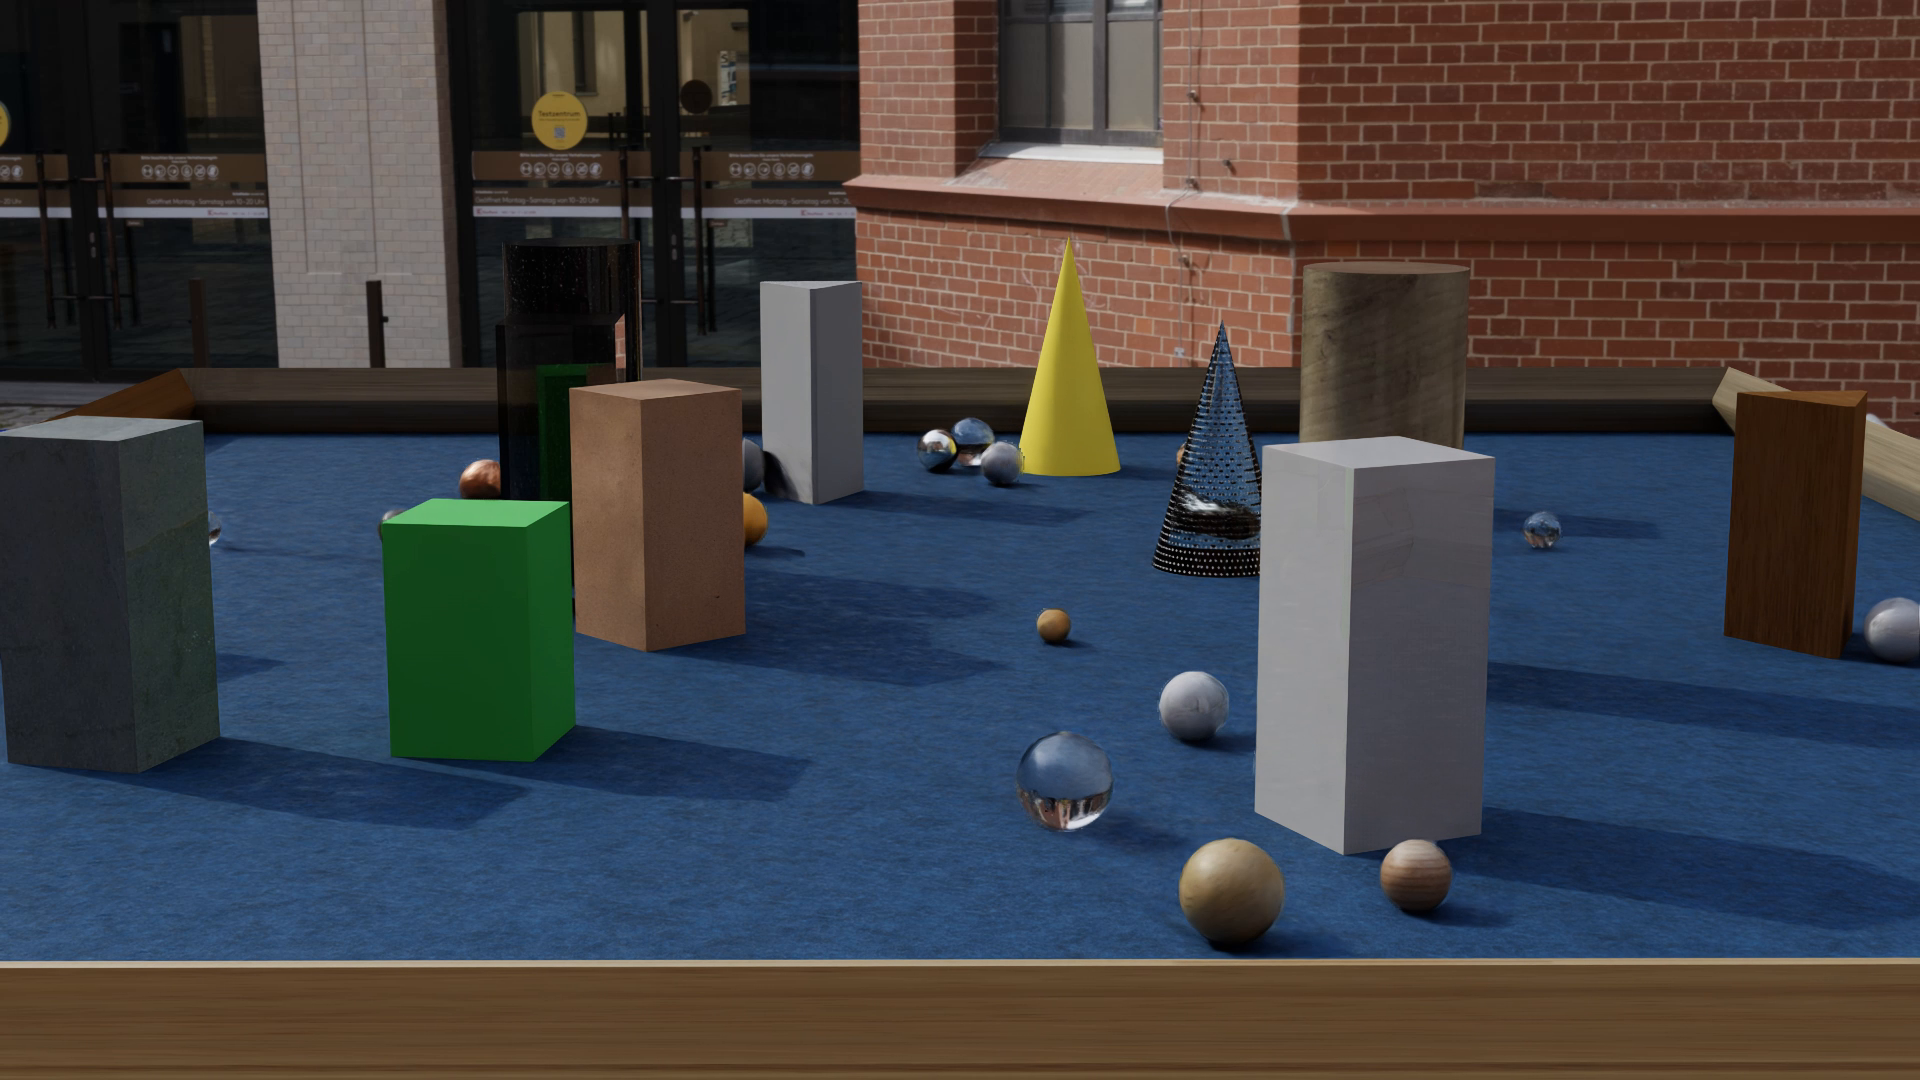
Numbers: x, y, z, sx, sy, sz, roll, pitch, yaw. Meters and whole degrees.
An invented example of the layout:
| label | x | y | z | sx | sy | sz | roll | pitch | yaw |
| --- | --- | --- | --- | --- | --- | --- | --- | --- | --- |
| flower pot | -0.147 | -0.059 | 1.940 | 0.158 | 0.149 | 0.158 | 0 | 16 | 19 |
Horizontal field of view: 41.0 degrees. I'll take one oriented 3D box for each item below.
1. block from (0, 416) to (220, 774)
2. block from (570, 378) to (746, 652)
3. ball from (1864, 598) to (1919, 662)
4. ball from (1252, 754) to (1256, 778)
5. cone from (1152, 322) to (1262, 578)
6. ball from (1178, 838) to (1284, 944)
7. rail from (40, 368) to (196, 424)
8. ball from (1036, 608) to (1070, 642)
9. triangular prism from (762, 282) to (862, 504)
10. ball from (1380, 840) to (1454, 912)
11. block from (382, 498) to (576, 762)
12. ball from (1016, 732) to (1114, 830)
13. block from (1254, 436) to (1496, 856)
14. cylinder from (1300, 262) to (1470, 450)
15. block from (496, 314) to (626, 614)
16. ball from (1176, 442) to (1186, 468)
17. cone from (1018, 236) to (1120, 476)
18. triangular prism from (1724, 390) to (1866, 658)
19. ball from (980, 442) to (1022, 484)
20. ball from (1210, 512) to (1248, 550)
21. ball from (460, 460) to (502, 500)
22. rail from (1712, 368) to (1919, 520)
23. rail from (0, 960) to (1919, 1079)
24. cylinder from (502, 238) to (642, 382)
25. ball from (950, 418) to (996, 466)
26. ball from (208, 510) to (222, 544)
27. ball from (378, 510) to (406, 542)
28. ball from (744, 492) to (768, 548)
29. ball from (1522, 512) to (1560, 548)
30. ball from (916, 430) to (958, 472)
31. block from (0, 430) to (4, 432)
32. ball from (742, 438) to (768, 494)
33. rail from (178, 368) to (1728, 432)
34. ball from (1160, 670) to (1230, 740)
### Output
| label | x | y | z | sx | sy | sz | roll | pitch | yaw |
| --- | --- | --- | --- | --- | --- | --- | --- | --- | --- |
| block | -0.909 | 0.054 | 2.732 | 0.157 | 0.349 | 0.157 | 3 | 11 | 16 |
| block | -0.389 | -0.036 | 3.301 | 0.157 | 0.319 | 0.157 | -9 | 14 | -41 |
| ball | 1.157 | 0.110 | 3.165 | 0.080 | 0.080 | 0.080 | 0 | 11 | 0 |
| ball | 0.327 | 0.227 | 2.579 | 0.065 | 0.065 | 0.065 | 0 | 11 | 0 |
| cone | 0.380 | -0.142 | 3.751 | 0.196 | 0.363 | 0.196 | 0 | 11 | 0 |
| ball | 0.227 | 0.294 | 2.152 | 0.088 | 0.088 | 0.088 | 0 | 11 | 0 |
| rail | -1.531 | 0.034 | 3.440 | 0.045 | 0.127 | 3.461 | 0 | 11 | 0 |
| ball | 0.120 | 0.109 | 3.271 | 0.044 | 0.044 | 0.044 | 0 | 11 | 0 |
| triangular prism | -0.230 | -0.257 | 4.373 | 0.147 | 0.361 | 0.170 | -7 | 13 | -34 |
| ball | 0.398 | 0.292 | 2.235 | 0.062 | 0.062 | 0.062 | 0 | 11 | 0 |
| block | -0.518 | 0.094 | 2.778 | 0.157 | 0.253 | 0.157 | 1 | 11 | 8 |
| ball | 0.101 | 0.232 | 2.469 | 0.095 | 0.095 | 0.095 | 0 | 11 | 0 |
| block | 0.395 | 0.096 | 2.463 | 0.157 | 0.365 | 0.157 | -5 | 12 | -25 |
| cylinder | 0.506 | -0.084 | 3.093 | 0.196 | 0.488 | 0.196 | 0 | 11 | 0 |
| block | -0.537 | -0.107 | 3.491 | 0.157 | 0.388 | 0.157 | -1 | 11 | -3 |
| ball | 0.421 | -0.141 | 4.533 | 0.076 | 0.076 | 0.076 | 0 | 11 | 0 |
| cone | 0.196 | -0.340 | 4.654 | 0.196 | 0.423 | 0.196 | 0 | 11 | 0 |
| triangular prism | 1.097 | -0.028 | 3.265 | 0.147 | 0.316 | 0.170 | -7 | 13 | -35 |
| ball | 0.072 | -0.135 | 4.501 | 0.075 | 0.075 | 0.075 | 0 | 11 | 0 |
| ball | 0.410 | -0.015 | 3.899 | 0.058 | 0.058 | 0.058 | 0 | 11 | 0 |
| ball | -0.780 | -0.089 | 4.221 | 0.087 | 0.087 | 0.087 | 0 | 11 | 0 |
| rail | 1.531 | 0.031 | 3.458 | 0.045 | 0.127 | 3.461 | 0 | 11 | 0 |
| rail | 0.010 | 0.344 | 1.771 | 3.109 | 0.127 | 0.045 | 0 | 11 | 0 |
| cylinder | -0.560 | -0.196 | 3.737 | 0.196 | 0.474 | 0.196 | 0 | 11 | 0 |
| ball | 0.021 | -0.179 | 4.701 | 0.089 | 0.089 | 0.089 | 0 | 11 | 0 |
| ball | -1.159 | -0.018 | 3.920 | 0.058 | 0.058 | 0.058 | 0 | 11 | 0 |
| ball | -0.853 | -0.016 | 3.894 | 0.062 | 0.062 | 0.062 | 0 | 11 | 0 |
| ball | -0.337 | -0.030 | 3.903 | 0.087 | 0.087 | 0.087 | 0 | 11 | 0 |
| ball | 0.886 | -0.015 | 3.908 | 0.056 | 0.056 | 0.056 | 0 | 11 | 0 |
| ball | -0.040 | -0.163 | 4.648 | 0.076 | 0.076 | 0.076 | 0 | 11 | 0 |
| block | -1.210 | 0.002 | 3.259 | 0.157 | 0.258 | 0.157 | 6 | 12 | 28 |
| ball | -0.379 | -0.126 | 4.391 | 0.098 | 0.098 | 0.098 | 0 | 11 | 0 |
| rail | -0.010 | -0.278 | 5.127 | 3.109 | 0.127 | 0.045 | 0 | 11 | 0 |
| ball | 0.256 | 0.181 | 2.796 | 0.077 | 0.077 | 0.077 | 0 | 11 | 0 |
